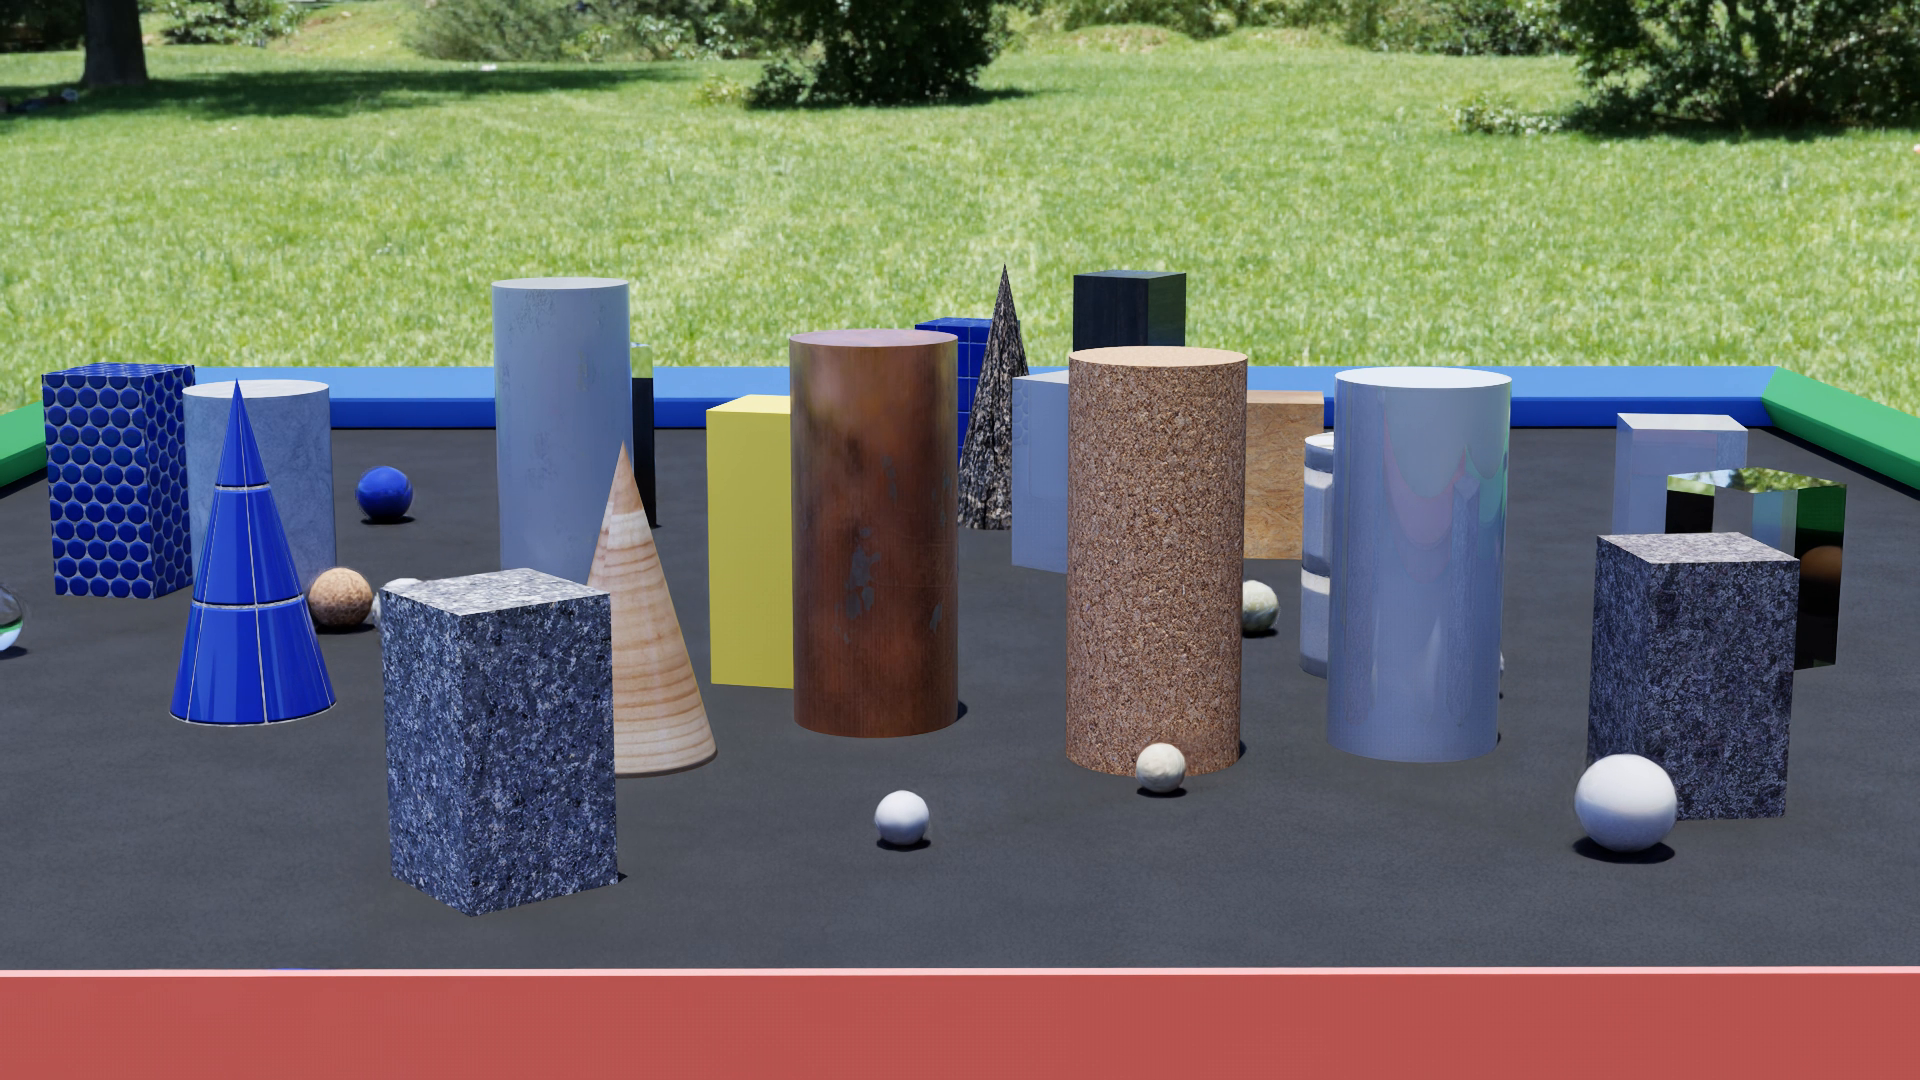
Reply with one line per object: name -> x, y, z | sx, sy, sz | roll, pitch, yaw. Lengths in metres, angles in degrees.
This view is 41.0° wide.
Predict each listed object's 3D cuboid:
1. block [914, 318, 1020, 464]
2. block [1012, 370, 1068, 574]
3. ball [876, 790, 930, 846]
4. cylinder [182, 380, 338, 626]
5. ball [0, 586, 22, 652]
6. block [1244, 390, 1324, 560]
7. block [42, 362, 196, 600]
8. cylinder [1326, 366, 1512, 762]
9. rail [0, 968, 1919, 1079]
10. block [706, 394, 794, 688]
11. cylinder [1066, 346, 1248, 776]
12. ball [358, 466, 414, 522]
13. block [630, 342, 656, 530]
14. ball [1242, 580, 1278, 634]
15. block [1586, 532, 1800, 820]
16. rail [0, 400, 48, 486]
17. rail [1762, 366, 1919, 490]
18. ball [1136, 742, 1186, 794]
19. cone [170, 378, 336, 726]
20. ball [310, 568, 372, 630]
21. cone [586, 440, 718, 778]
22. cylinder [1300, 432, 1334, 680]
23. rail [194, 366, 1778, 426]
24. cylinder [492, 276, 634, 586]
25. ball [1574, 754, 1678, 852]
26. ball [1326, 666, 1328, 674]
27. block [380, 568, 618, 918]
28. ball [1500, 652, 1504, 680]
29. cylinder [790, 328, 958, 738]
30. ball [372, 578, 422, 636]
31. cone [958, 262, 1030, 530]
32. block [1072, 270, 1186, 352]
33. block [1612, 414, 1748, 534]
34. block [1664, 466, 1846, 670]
block -> 0.015, -0.267, 4.672 | 0.148, 0.258, 0.148 | 4, 11, 21
block -> 0.180, -0.100, 3.732 | 0.148, 0.275, 0.148 | 9, 14, 40
ball -> -0.054, 0.261, 2.411 | 0.051, 0.051, 0.051 | 0, 11, 0
cylinder -> -0.916, -0.047, 3.365 | 0.185, 0.306, 0.185 | 0, 11, 0
ball -> -1.208, 0.098, 3.176 | 0.091, 0.091, 0.091 | 0, 11, 0
block -> 0.467, -0.100, 3.847 | 0.148, 0.232, 0.148 | 1, 11, 7
block -> -1.161, -0.085, 3.570 | 0.148, 0.305, 0.148 | 2, 11, 12
cylinder -> 0.489, 0.022, 2.749 | 0.185, 0.396, 0.185 | 0, 11, 0
rail -> 0.010, 0.346, 1.767 | 3.309, 0.120, 0.045 | 0, 11, 0
block -> -0.204, 0.000, 3.060 | 0.148, 0.326, 0.148 | 3, 11, 15
cylinder -> 0.205, 0.019, 2.691 | 0.185, 0.425, 0.185 | 0, 11, 0
ball -> -0.919, -0.074, 4.102 | 0.088, 0.088, 0.088 | 0, 11, 0
block -> -0.581, -0.163, 4.032 | 0.148, 0.289, 0.148 | -7, 13, -35
ball -> 0.376, 0.086, 3.302 | 0.067, 0.067, 0.067 | 0, 11, 0
block -> 0.722, 0.133, 2.541 | 0.148, 0.255, 0.148 | -1, 11, -6
rail -> -1.631, 0.033, 3.440 | 0.045, 0.120, 3.472 | 0, 11, 0
rail -> 1.631, 0.029, 3.459 | 0.045, 0.120, 3.472 | 0, 11, 0
ball -> 0.202, 0.230, 2.581 | 0.051, 0.051, 0.051 | 0, 11, 0
cone -> -0.807, 0.004, 2.897 | 0.185, 0.378, 0.185 | 0, 11, 0
ball -> -0.801, 0.076, 3.321 | 0.080, 0.080, 0.080 | 0, 11, 0
cone -> -0.350, 0.062, 2.695 | 0.185, 0.338, 0.185 | 0, 11, 0
cylinder -> 0.505, 0.019, 3.093 | 0.185, 0.277, 0.185 | 0, 11, 0
rail -> -0.010, -0.284, 5.133 | 3.309, 0.120, 0.045 | 0, 11, 0
cylinder -> -0.538, -0.135, 3.496 | 0.185, 0.431, 0.185 | 0, 11, 0
ball -> 0.619, 0.245, 2.387 | 0.092, 0.092, 0.092 | 0, 11, 0
ball -> 0.455, 0.151, 2.985 | 0.056, 0.056, 0.056 | 0, 11, 0
block -> -0.411, 0.175, 2.287 | 0.148, 0.266, 0.148 | -9, 14, -38
ball -> 0.594, 0.145, 2.973 | 0.072, 0.072, 0.072 | 0, 11, 0
cylinder -> -0.094, -0.012, 2.845 | 0.185, 0.428, 0.185 | 0, 11, 0
ball -> -0.696, 0.091, 3.226 | 0.087, 0.087, 0.087 | 0, 11, 0
cone -> 0.071, -0.235, 4.080 | 0.185, 0.413, 0.185 | 0, 11, 0
block -> 0.300, -0.295, 4.559 | 0.148, 0.355, 0.148 | 6, 12, 31
block -> 0.967, -0.036, 3.462 | 0.148, 0.249, 0.148 | 1, 11, 6
block -> 0.970, 0.036, 3.144 | 0.148, 0.223, 0.148 | -5, 12, -26
